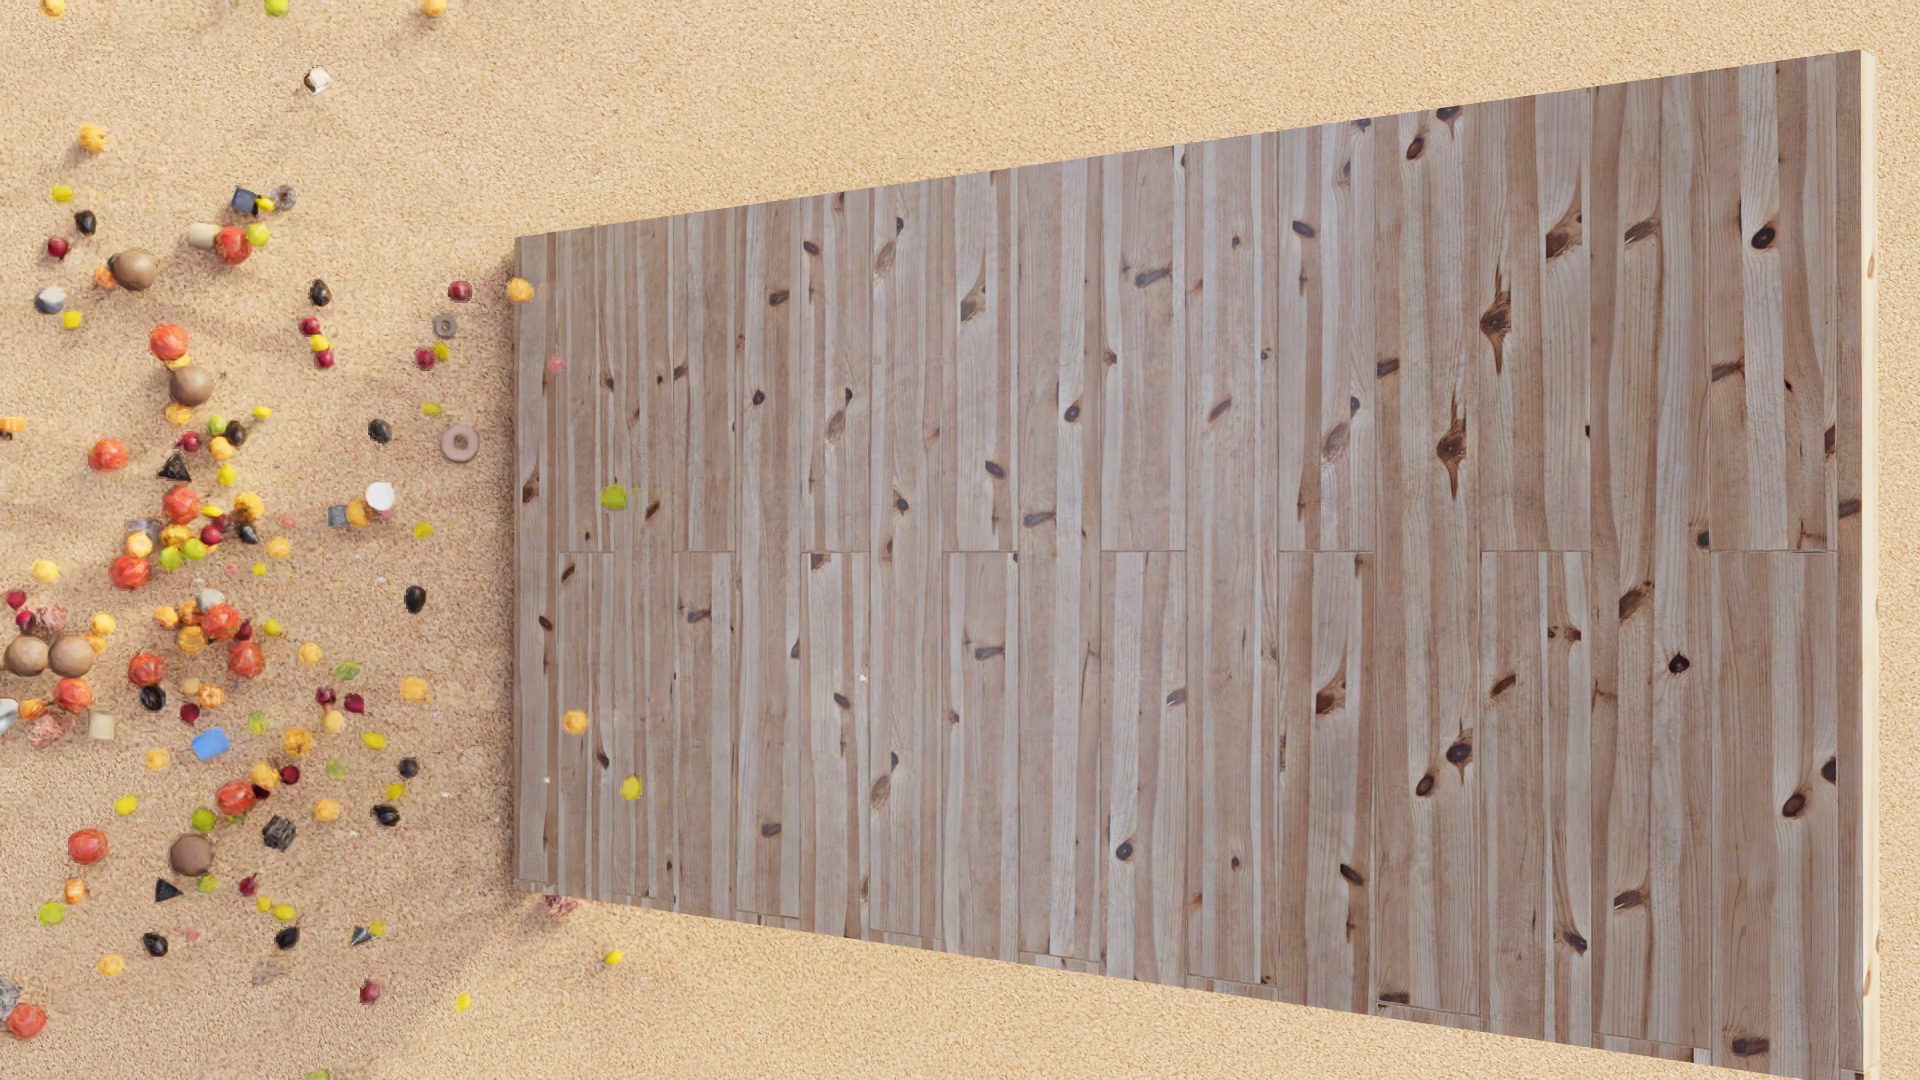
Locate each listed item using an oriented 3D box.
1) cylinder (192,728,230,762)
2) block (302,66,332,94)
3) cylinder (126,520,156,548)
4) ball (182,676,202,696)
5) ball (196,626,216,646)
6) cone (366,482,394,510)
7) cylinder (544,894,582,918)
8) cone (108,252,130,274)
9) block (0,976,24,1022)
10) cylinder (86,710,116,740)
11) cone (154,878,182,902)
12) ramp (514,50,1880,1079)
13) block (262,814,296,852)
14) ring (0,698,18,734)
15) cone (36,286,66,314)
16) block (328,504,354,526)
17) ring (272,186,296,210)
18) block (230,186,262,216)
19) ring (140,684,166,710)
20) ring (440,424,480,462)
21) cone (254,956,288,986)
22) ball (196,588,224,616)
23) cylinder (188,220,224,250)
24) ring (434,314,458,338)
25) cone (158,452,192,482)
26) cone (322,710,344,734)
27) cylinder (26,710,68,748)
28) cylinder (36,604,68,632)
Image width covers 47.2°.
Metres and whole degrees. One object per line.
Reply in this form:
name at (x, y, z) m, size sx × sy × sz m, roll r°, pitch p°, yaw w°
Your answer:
cylinder at (-2.311, 0.632, 6.786) m, size 0.080 × 0.080 × 0.080 m, roll -30°, pitch 90°, yaw 0°
block at (-1.987, -1.421, 6.797) m, size 0.052 × 0.052 × 0.052 m, roll 53°, pitch 48°, yaw -6°
cylinder at (-2.527, -0.020, 6.788) m, size 0.084 × 0.084 × 0.084 m, roll -4°, pitch 90°, yaw 0°
ball at (-2.375, 0.451, 6.797) m, size 0.060 × 0.060 × 0.060 m, roll 0°, pitch 90°, yaw 0°
ball at (-2.332, 0.295, 6.797) m, size 0.062 × 0.062 × 0.062 m, roll 0°, pitch 90°, yaw 0°
cone at (-1.808, -0.129, 6.795) m, size 0.090 × 0.090 × 0.090 m, roll 7°, pitch 78°, yaw -36°
cylinder at (-1.222, 1.109, 6.780) m, size 0.086 × 0.086 × 0.086 m, roll -27°, pitch 90°, yaw 0°
cone at (-2.613, -0.859, 6.800) m, size 0.070 × 0.070 × 0.070 m, roll 0°, pitch 90°, yaw 0°
block at (-2.937, 1.405, 6.736) m, size 0.082 × 0.082 × 0.082 m, roll 35°, pitch 98°, yaw -20°
cylinder at (-2.650, 0.572, 6.786) m, size 0.080 × 0.080 × 0.080 m, roll 6°, pitch 89°, yaw 0°
cone at (-2.441, 1.090, 6.805) m, size 0.078 × 0.078 × 0.078 m, roll 19°, pitch 90°, yaw -34°
ramp at (0.215, 0.062, 5.531) m, size 4.000 × 0.100 × 2.000 m, roll 0°, pitch 90°, yaw 39°
block at (-2.054, 0.886, 6.639) m, size 0.068 × 0.068 × 0.068 m, roll 18°, pitch 134°, yaw 13°
ring at (-2.954, 0.548, 6.754) m, size 0.048 × 0.144 × 0.144 m, roll 32°, pitch 90°, yaw 7°
cone at (-2.827, -0.745, 6.789) m, size 0.092 × 0.092 × 0.092 m, roll 0°, pitch 90°, yaw 0°
block at (-1.914, -0.076, 6.799) m, size 0.061 × 0.061 × 0.061 m, roll -4°, pitch 90°, yaw 2°
ring at (-2.097, -1.063, 6.824) m, size 0.078 × 0.026 × 0.078 m, roll 0°, pitch 89°, yaw 4°
block at (-2.208, -1.047, 6.805) m, size 0.063 × 0.063 × 0.063 m, roll 19°, pitch 90°, yaw 0°
ring at (-2.498, 0.488, 6.806) m, size 0.083 × 0.028 × 0.083 m, roll 2°, pitch 101°, yaw 11°
ring at (-1.548, -0.299, 6.812) m, size 0.122 × 0.041 × 0.122 m, roll 0°, pitch 91°, yaw 0°
cone at (-2.123, 1.333, 6.786) m, size 0.092 × 0.092 × 0.092 m, roll 7°, pitch 90°, yaw -12°
ball at (-2.307, 0.191, 6.769) m, size 0.081 × 0.081 × 0.081 m, roll 0°, pitch 90°, yaw 0°
cylinder at (-2.329, -0.941, 6.799) m, size 0.074 × 0.074 × 0.074 m, roll 19°, pitch 90°, yaw 15°
ring at (-1.596, -0.661, 6.821) m, size 0.075 × 0.025 × 0.075 m, roll 0°, pitch 86°, yaw 3°
cone at (-2.414, -0.207, 6.809) m, size 0.093 × 0.093 × 0.093 m, roll 42°, pitch 90°, yaw -25°
cone at (-1.948, 0.564, 6.791) m, size 0.072 × 0.072 × 0.072 m, roll 0°, pitch 90°, yaw 0°
cylinder at (-2.817, 0.586, 6.783) m, size 0.085 × 0.085 × 0.085 m, roll -33°, pitch 90°, yaw 0°
cylinder at (-2.805, 0.239, 6.792) m, size 0.072 × 0.072 × 0.072 m, roll 11°, pitch 90°, yaw 0°
